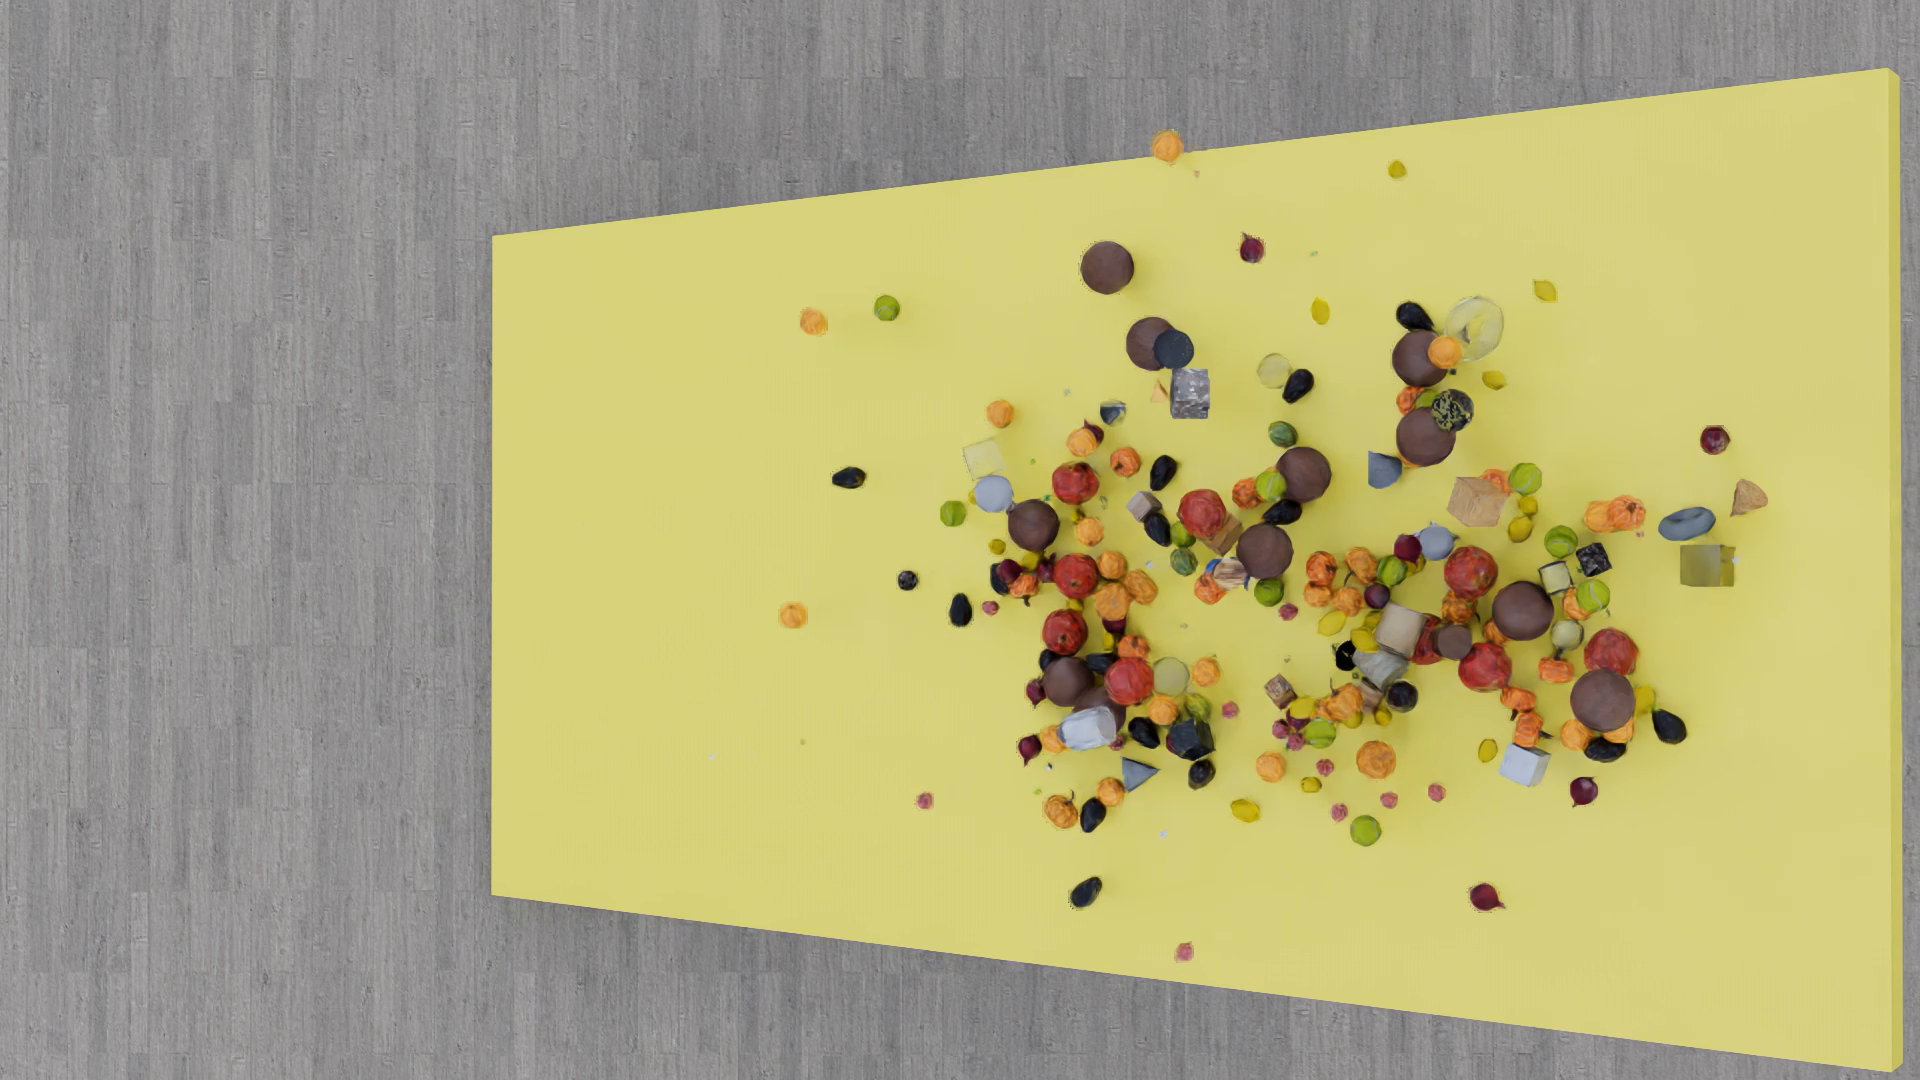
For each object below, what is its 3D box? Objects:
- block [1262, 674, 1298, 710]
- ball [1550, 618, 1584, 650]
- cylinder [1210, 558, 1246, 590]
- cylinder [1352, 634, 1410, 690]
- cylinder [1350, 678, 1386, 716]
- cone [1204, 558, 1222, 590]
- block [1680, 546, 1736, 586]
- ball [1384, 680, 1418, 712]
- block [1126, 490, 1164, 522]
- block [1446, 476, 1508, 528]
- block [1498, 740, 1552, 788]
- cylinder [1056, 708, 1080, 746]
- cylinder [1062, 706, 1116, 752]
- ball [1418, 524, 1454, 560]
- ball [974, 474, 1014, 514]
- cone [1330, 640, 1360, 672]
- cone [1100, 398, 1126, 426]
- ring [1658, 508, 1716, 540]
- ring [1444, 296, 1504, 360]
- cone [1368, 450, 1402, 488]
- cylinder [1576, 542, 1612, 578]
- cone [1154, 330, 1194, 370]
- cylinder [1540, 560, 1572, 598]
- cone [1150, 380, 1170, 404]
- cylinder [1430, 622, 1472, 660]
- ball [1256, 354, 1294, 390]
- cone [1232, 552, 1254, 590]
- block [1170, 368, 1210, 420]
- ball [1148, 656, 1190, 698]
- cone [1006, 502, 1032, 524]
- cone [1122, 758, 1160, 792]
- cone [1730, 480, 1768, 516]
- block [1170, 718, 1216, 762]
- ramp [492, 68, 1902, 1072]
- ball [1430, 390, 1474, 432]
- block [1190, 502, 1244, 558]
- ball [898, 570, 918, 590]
[{"bbox_3d":[0.743,0.353,5.100,0.051,0.051,0.051,-37,134,-1],"label":"block"},{"bbox_3d":[1.294,0.201,4.683,0.070,0.070,0.070,0,90,0],"label":"ball"},{"bbox_3d":[0.603,0.078,4.950,0.070,0.070,0.070,0,87,1],"label":"cylinder"},{"bbox_3d":[0.948,0.274,4.954,0.093,0.093,0.093,-43,64,0],"label":"cylinder"},{"bbox_3d":[0.927,0.354,4.987,0.063,0.063,0.063,24,106,0],"label":"cylinder"},{"bbox_3d":[0.596,0.083,5.212,0.077,0.077,0.077,1,92,34],"label":"cone"},{"bbox_3d":[1.543,0.053,4.540,0.084,0.084,0.084,1,90,39],"label":"block"},{"bbox_3d":[0.992,0.350,4.934,0.075,0.075,0.075,0,90,0],"label":"ball"},{"bbox_3d":[0.447,-0.081,5.333,0.054,0.054,0.054,-50,64,24],"label":"block"},{"bbox_3d":[1.095,-0.080,4.664,0.079,0.079,0.079,3,115,-24],"label":"block"},{"bbox_3d":[1.225,0.486,4.770,0.074,0.074,0.074,25,104,33],"label":"block"},{"bbox_3d":[0.285,0.464,5.407,0.070,0.070,0.070,43,57,0],"label":"cylinder"},{"bbox_3d":[0.305,0.444,5.162,0.092,0.092,0.092,-18,90,30],"label":"cylinder"},{"bbox_3d":[1.057,0.006,4.888,0.080,0.080,0.080,0,90,0],"label":"ball"},{"bbox_3d":[0.083,-0.113,5.387,0.096,0.096,0.096,0,90,0],"label":"ball"},{"bbox_3d":[0.871,0.252,5.045,0.076,0.076,0.076,-9,112,-24],"label":"cone"},{"bbox_3d":[0.388,-0.320,5.346,0.072,0.072,0.072,6,75,-24],"label":"cone"},{"bbox_3d":[1.506,-0.033,4.557,0.115,0.115,0.038,-19,105,0],"label":"ring"},{"bbox_3d":[1.126,-0.462,4.812,0.147,0.049,0.147,-8,112,-22],"label":"ring"},{"bbox_3d":[0.936,-0.176,4.948,0.088,0.088,0.088,-47,128,0],"label":"cone"},{"bbox_3d":[1.352,0.042,4.693,0.057,0.057,0.057,-20,75,0],"label":"cylinder"},{"bbox_3d":[0.491,-0.434,5.145,0.096,0.096,0.096,1,81,-4],"label":"cone"},{"bbox_3d":[1.269,0.081,4.682,0.060,0.060,0.060,-1,58,0],"label":"cylinder"},{"bbox_3d":[0.466,-0.353,5.148,0.050,0.050,0.050,-11,113,0],"label":"cone"},{"bbox_3d":[1.058,0.218,4.744,0.076,0.076,0.076,0,92,-2],"label":"cylinder"},{"bbox_3d":[0.733,-0.392,5.116,0.084,0.084,0.084,0,90,0],"label":"ball"},{"bbox_3d":[0.661,0.078,5.151,0.083,0.083,0.083,-16,90,0],"label":"cone"},{"bbox_3d":[0.538,-0.342,5.151,0.084,0.084,0.084,-1,62,0],"label":"block"},{"bbox_3d":[0.500,0.328,5.265,0.099,0.099,0.099,0,90,0],"label":"ball"},{"bbox_3d":[0.155,-0.076,5.551,0.065,0.065,0.065,-11,90,11],"label":"cone"},{"bbox_3d":[0.445,0.562,5.323,0.087,0.087,0.087,-11,90,14],"label":"cone"},{"bbox_3d":[1.607,-0.072,4.522,0.075,0.075,0.075,30,131,0],"label":"cone"},{"bbox_3d":[0.549,0.472,5.198,0.069,0.069,0.069,-29,56,28],"label":"block"},{"bbox_3d":[0.244,0.067,5.569,4.000,0.100,2.000,0,89,35],"label":"ramp"},{"bbox_3d":[1.041,-0.274,4.645,0.090,0.090,0.090,0,90,0],"label":"ball"},{"bbox_3d":[0.604,-0.025,5.144,0.082,0.082,0.082,39,85,22],"label":"block"},{"bbox_3d":[-0.138,0.107,5.744,0.052,0.052,0.052,0,90,0],"label":"ball"}]
